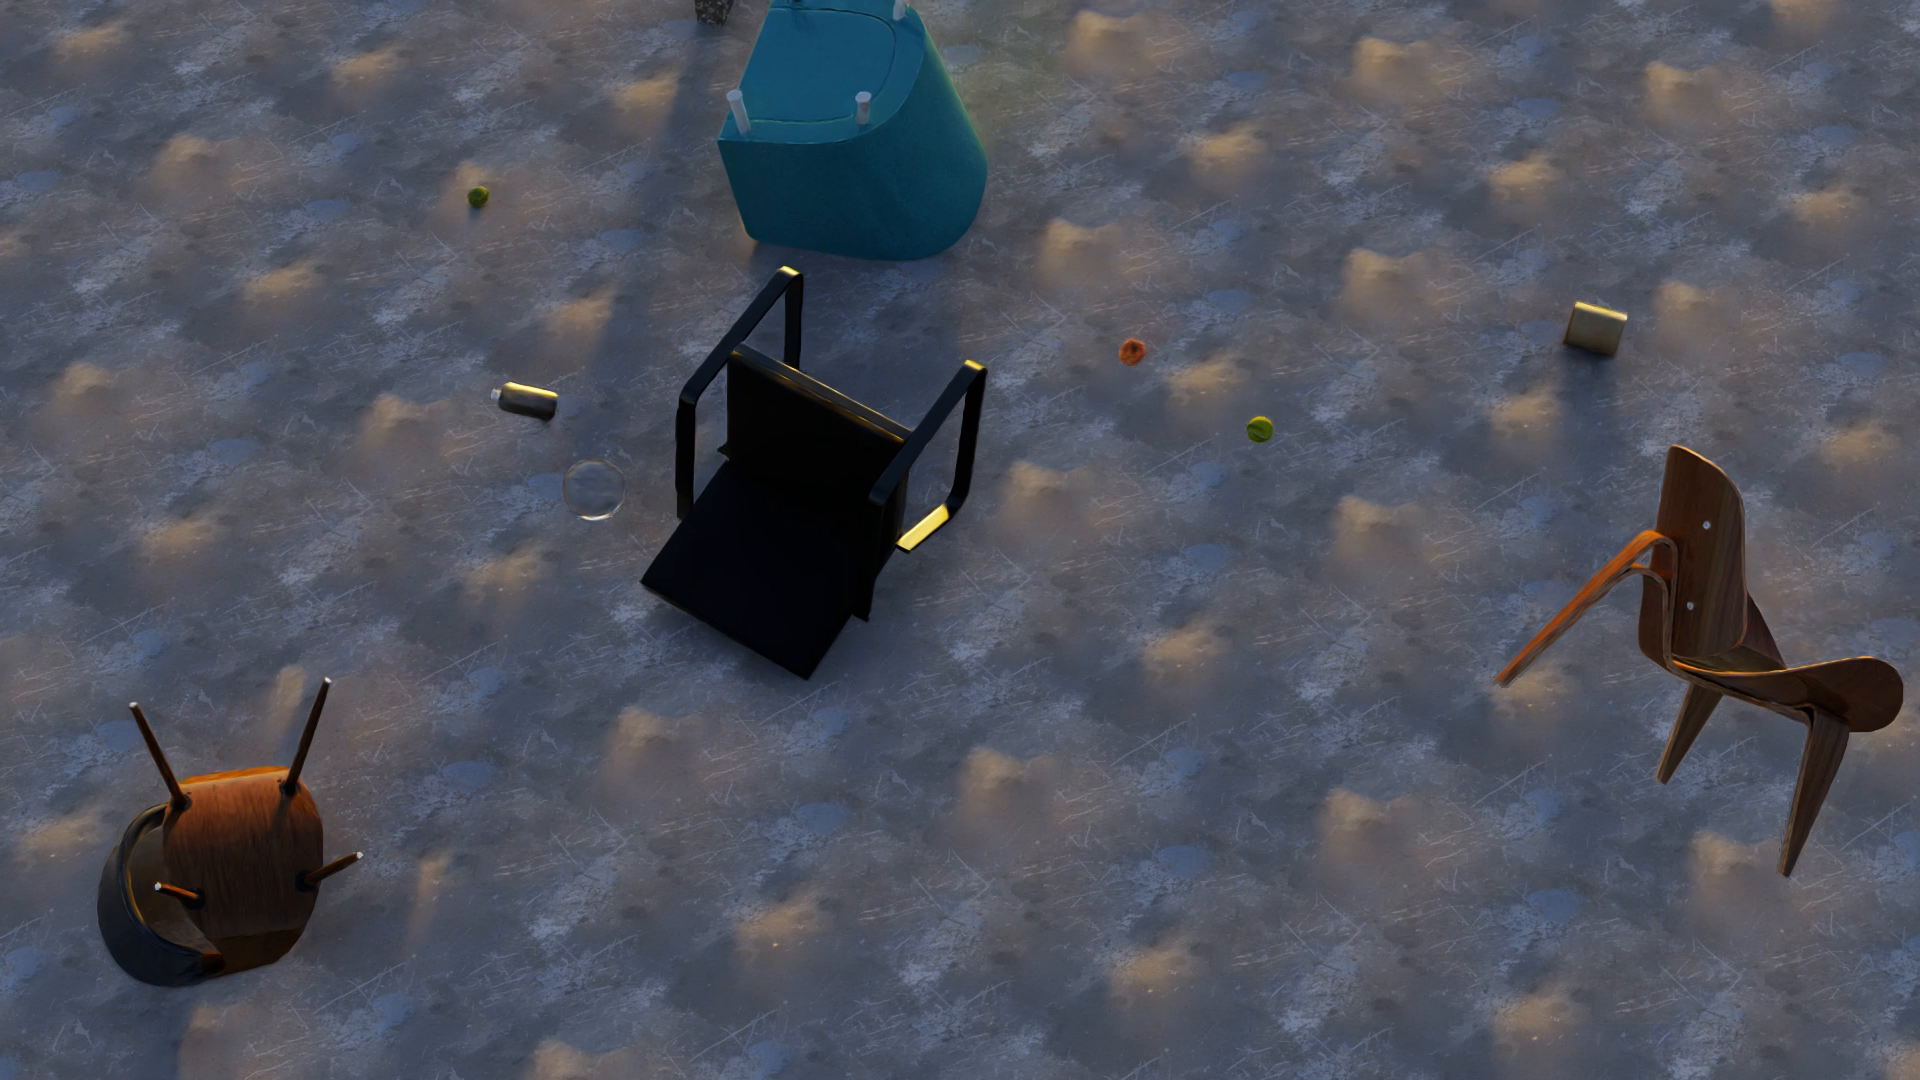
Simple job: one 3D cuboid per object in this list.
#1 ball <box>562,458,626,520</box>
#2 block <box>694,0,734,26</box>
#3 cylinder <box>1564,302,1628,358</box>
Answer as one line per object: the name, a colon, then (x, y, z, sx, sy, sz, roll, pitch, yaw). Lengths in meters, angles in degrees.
ball: (-1.091, -0.151, 6.562, 0.188, 0.188, 0.188, 0, 56, 0)
block: (-0.863, -1.952, 7.807, 0.099, 0.127, 0.209, 10, 57, 7)
cylinder: (2.004, -0.665, 6.939, 0.159, 0.135, 0.137, 18, 74, 11)
